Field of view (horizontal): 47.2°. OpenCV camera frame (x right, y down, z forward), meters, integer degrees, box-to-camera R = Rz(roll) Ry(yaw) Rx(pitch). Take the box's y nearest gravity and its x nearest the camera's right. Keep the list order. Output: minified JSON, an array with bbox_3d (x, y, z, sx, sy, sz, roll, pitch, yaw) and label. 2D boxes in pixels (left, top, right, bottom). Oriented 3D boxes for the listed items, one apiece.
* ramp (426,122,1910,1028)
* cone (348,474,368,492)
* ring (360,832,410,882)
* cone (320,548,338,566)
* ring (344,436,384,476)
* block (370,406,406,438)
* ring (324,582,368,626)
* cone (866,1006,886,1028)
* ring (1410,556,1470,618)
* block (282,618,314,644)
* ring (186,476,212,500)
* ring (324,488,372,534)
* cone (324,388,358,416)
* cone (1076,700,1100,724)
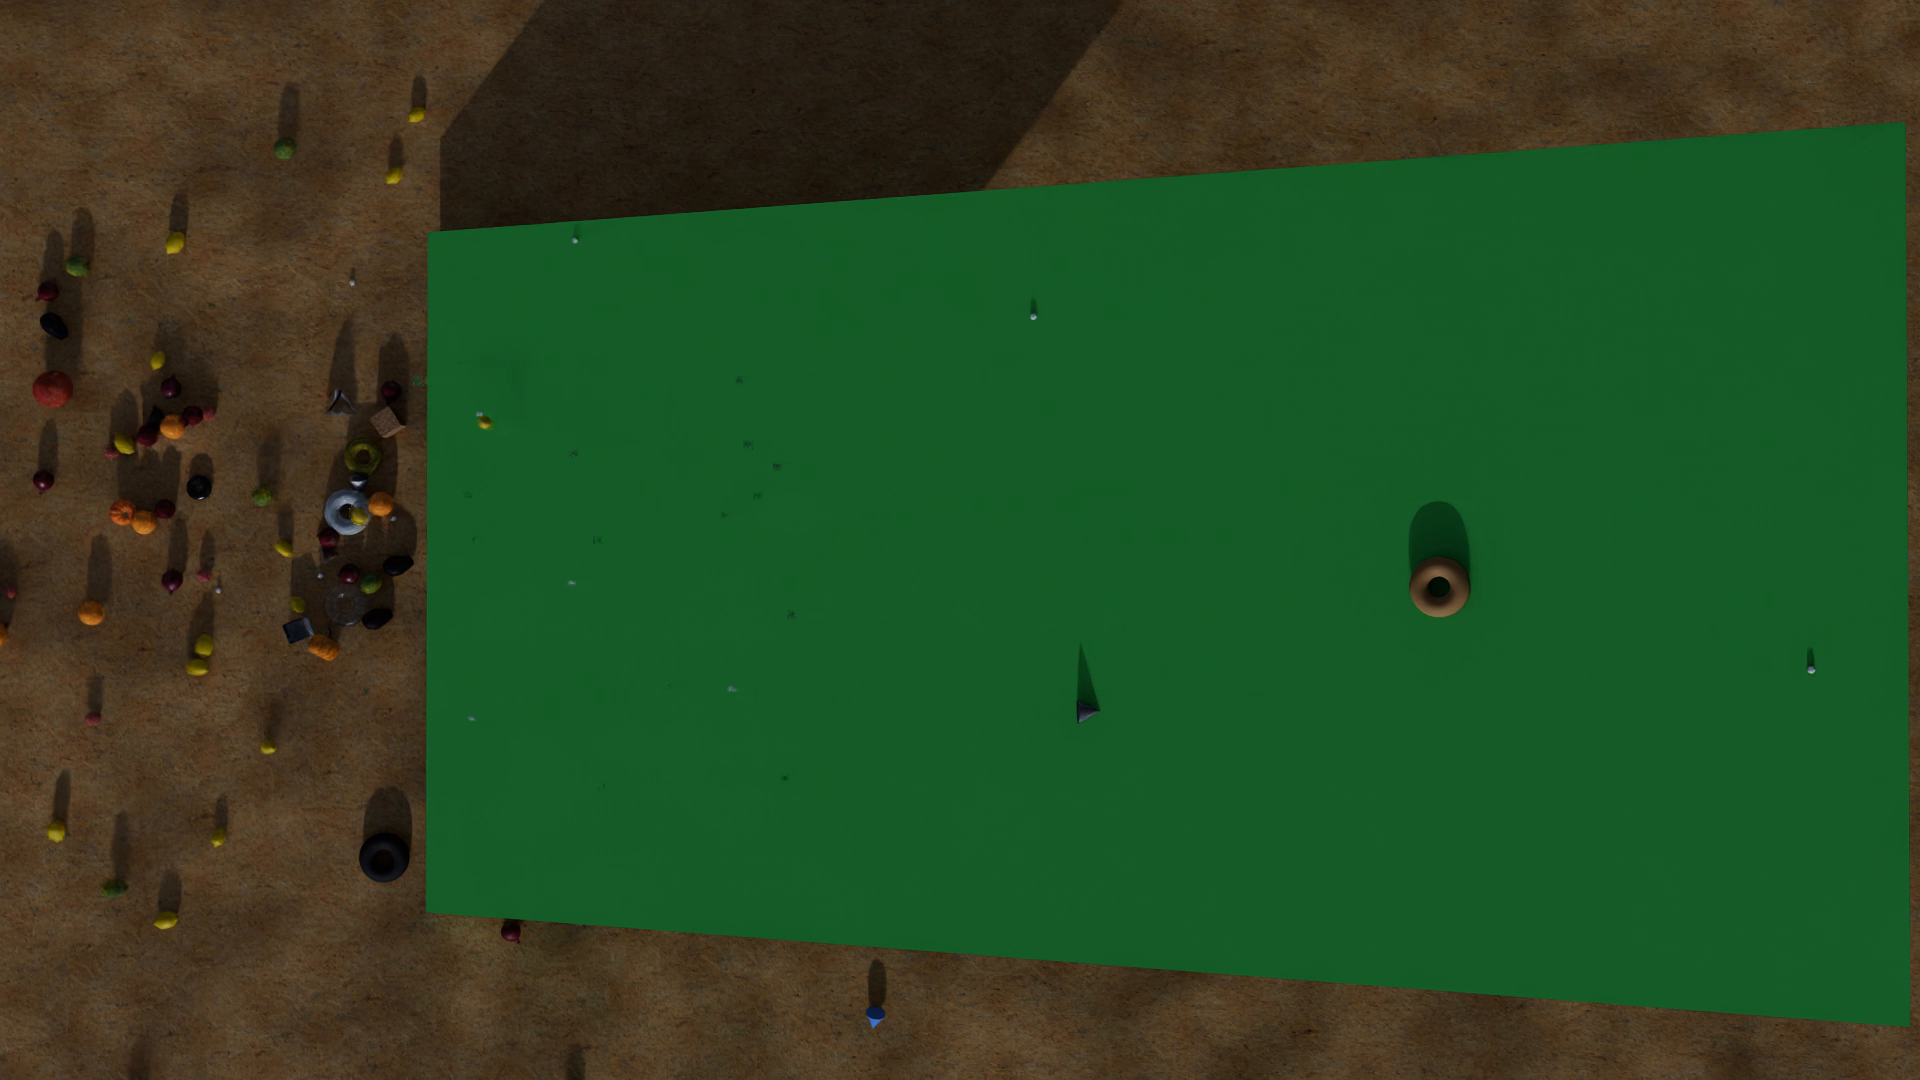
[{"bbox_3d":[0.283,0.084,5.708,4.000,0.100,2.000,0,89,24],"label":"ramp"},{"bbox_3d":[-1.787,-0.158,6.548,0.059,0.059,0.059,-1,116,0],"label":"cone"},{"bbox_3d":[-1.708,0.942,6.525,0.148,0.049,0.148,0,90,-1],"label":"ring"},{"bbox_3d":[-1.873,0.046,6.548,0.052,0.052,0.052,-11,89,-27],"label":"cone"},{"bbox_3d":[-1.774,-0.249,6.544,0.116,0.039,0.116,0,90,-1],"label":"ring"},{"bbox_3d":[-1.698,-0.350,6.531,0.067,0.067,0.067,-32,89,0],"label":"block"},{"bbox_3d":[-1.823,0.192,6.536,0.134,0.045,0.134,0,88,1],"label":"ring"},{"bbox_3d":[-0.255,1.428,6.529,0.060,0.060,0.060,11,116,0],"label":"cone"},{"bbox_3d":[1.145,0.112,5.248,0.146,0.049,0.146,-1,88,25],"label":"ring"},{"bbox_3d":[-1.963,0.269,6.526,0.061,0.061,0.061,-22,89,0],"label":"block"},{"bbox_3d":[-2.266,-0.156,6.549,0.075,0.025,0.075,0,90,1],"label":"ring"},{"bbox_3d":[-1.820,-0.085,6.538,0.140,0.047,0.140,0,89,-1],"label":"ring"},{"bbox_3d":[-1.830,-0.393,6.544,0.090,0.090,0.090,32,89,-26],"label":"cone"},{"bbox_3d":[0.330,0.438,5.614,0.058,0.058,0.058,-3,89,-3],"label":"cone"}]
